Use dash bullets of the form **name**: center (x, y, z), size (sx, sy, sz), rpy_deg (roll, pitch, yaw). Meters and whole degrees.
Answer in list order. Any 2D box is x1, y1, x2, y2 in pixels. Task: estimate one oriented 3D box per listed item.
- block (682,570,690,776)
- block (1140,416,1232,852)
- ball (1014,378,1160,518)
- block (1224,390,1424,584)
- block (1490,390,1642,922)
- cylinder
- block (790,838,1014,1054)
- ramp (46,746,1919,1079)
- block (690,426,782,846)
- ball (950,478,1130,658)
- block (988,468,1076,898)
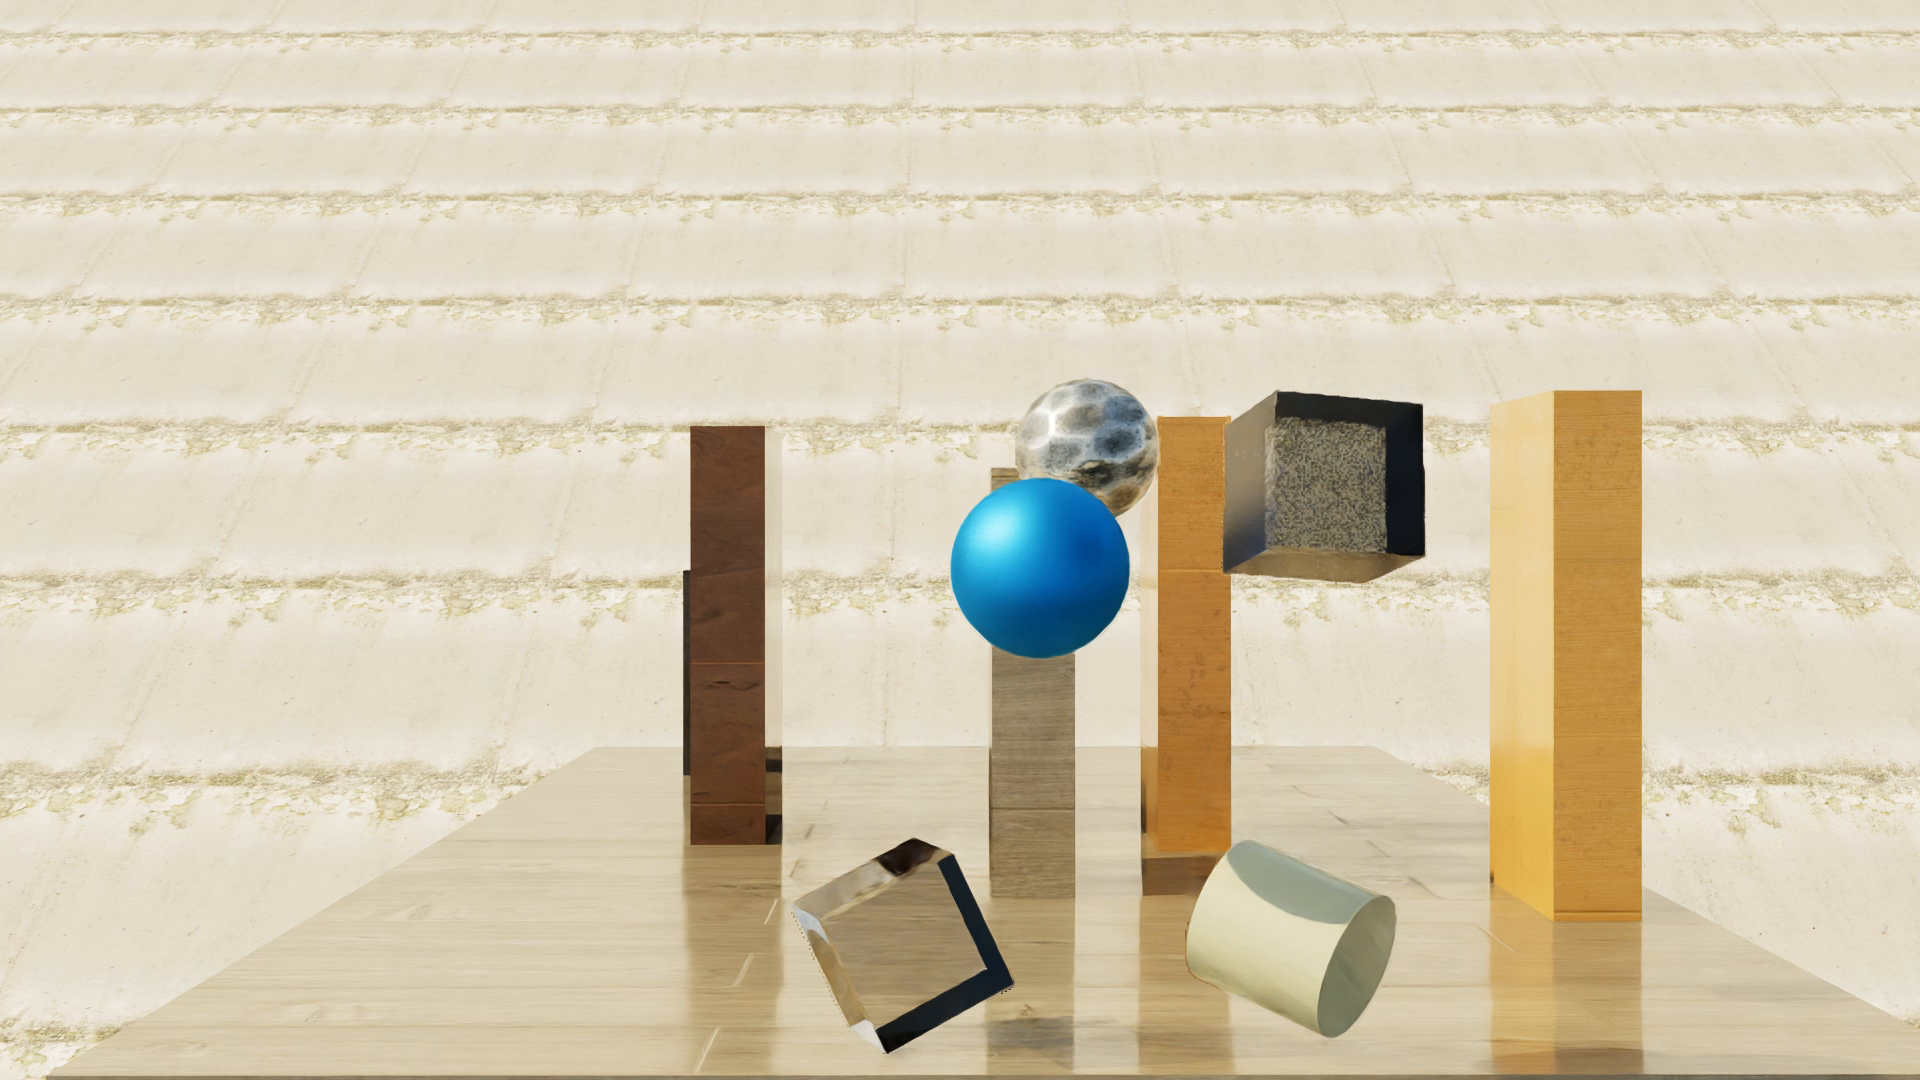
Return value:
- **block**: center (-0.575, 0.300, 6.010), size (0.106, 0.465, 0.295), rpy_deg (0, 0, 0)
- **block**: center (0.405, 0.162, 4.683), size (0.126, 0.752, 0.430), rpy_deg (0, 0, 0)
- **ball**: center (0.149, -0.105, 3.034), size (0.170, 0.170, 0.170), rpy_deg (0, 29, 0)
- **block**: center (0.339, -0.047, 2.419), size (0.143, 0.143, 0.143), rpy_deg (4, -12, -13)
- **block**: center (0.905, 0.164, 3.890), size (0.125, 0.754, 0.440), rpy_deg (0, 0, 0)
- **cylinder**: center (0.348, 0.416, 2.711), size (0.159, 0.159, 0.159), rpy_deg (21, 36, 32)
- **block**: center (-0.065, 0.440, 2.824), size (0.158, 0.158, 0.158), rpy_deg (-26, 7, -15)
- **ramp**: center (0.066, 0.588, 4.639), size (2.000, 0.100, 4.000), rpy_deg (0, 0, 0)
- **block**: center (-0.410, 0.168, 4.788), size (0.132, 0.740, 0.449), rpy_deg (0, 0, 0)
- **ball**: center (0.080, 0.028, 2.598), size (0.181, 0.181, 0.181), rpy_deg (0, 29, 0)
- **block**: center (0.111, 0.215, 4.103), size (0.126, 0.650, 0.406), rpy_deg (0, 0, 0)
